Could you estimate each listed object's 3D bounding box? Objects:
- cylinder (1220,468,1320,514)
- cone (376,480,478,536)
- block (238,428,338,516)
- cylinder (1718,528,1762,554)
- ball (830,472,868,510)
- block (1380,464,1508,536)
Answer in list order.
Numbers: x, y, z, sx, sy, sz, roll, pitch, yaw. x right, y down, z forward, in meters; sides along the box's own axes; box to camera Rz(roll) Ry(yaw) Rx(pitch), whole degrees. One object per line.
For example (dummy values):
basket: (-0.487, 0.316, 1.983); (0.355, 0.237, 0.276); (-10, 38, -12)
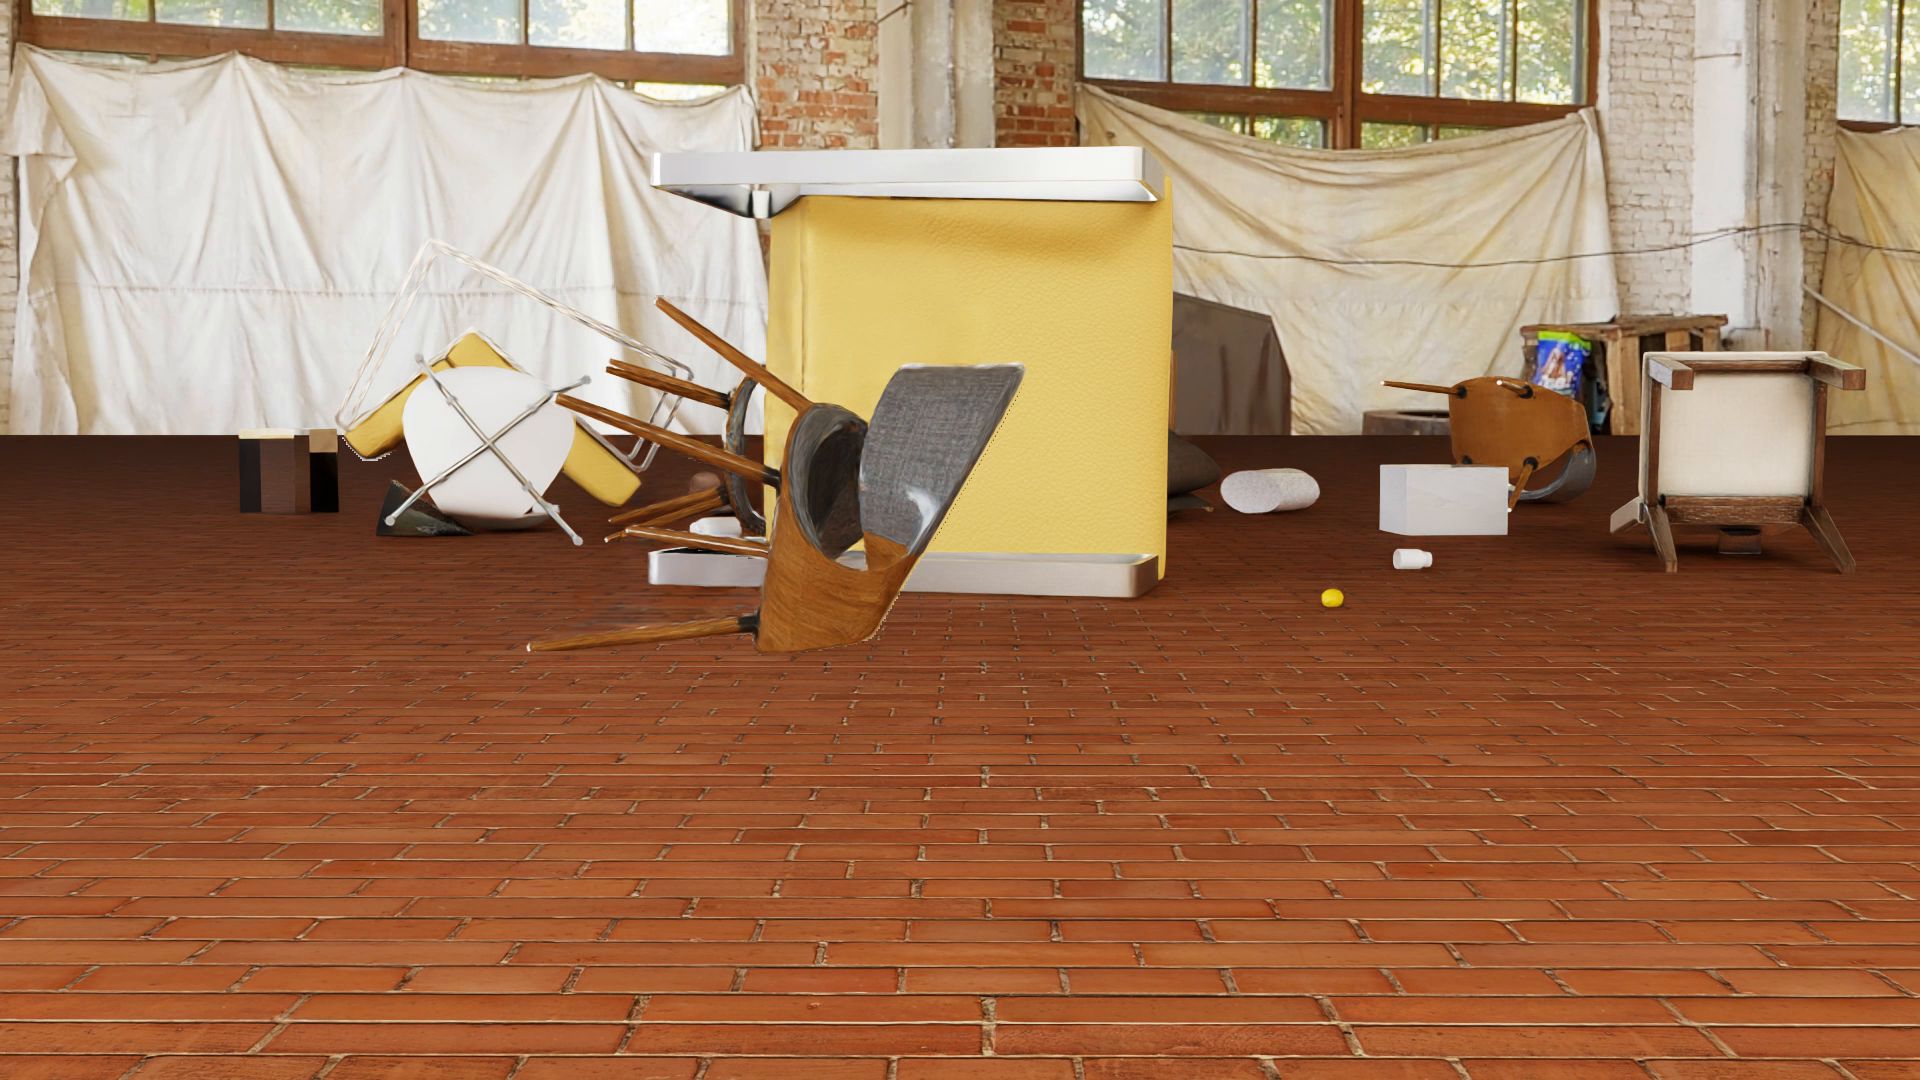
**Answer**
cylinder: (1.140, -0.182, 8.071); (0.246, 0.154, 0.331); (9, 8, 32)
cone: (-1.617, -0.056, 6.730); (0.288, 0.180, 0.249); (17, -1, -10)
block: (-2.434, -0.251, 7.976); (0.281, 0.305, 0.205); (2, 5, 30)
cylinder: (2.136, 0.004, 6.025); (0.113, 0.063, 0.111); (-3, 5, -44)
ball: (-0.414, -0.183, 8.218); (0.137, 0.137, 0.137); (0, 4, 0)
block: (1.516, -0.128, 6.904); (0.323, 0.207, 0.270); (0, 4, -6)
